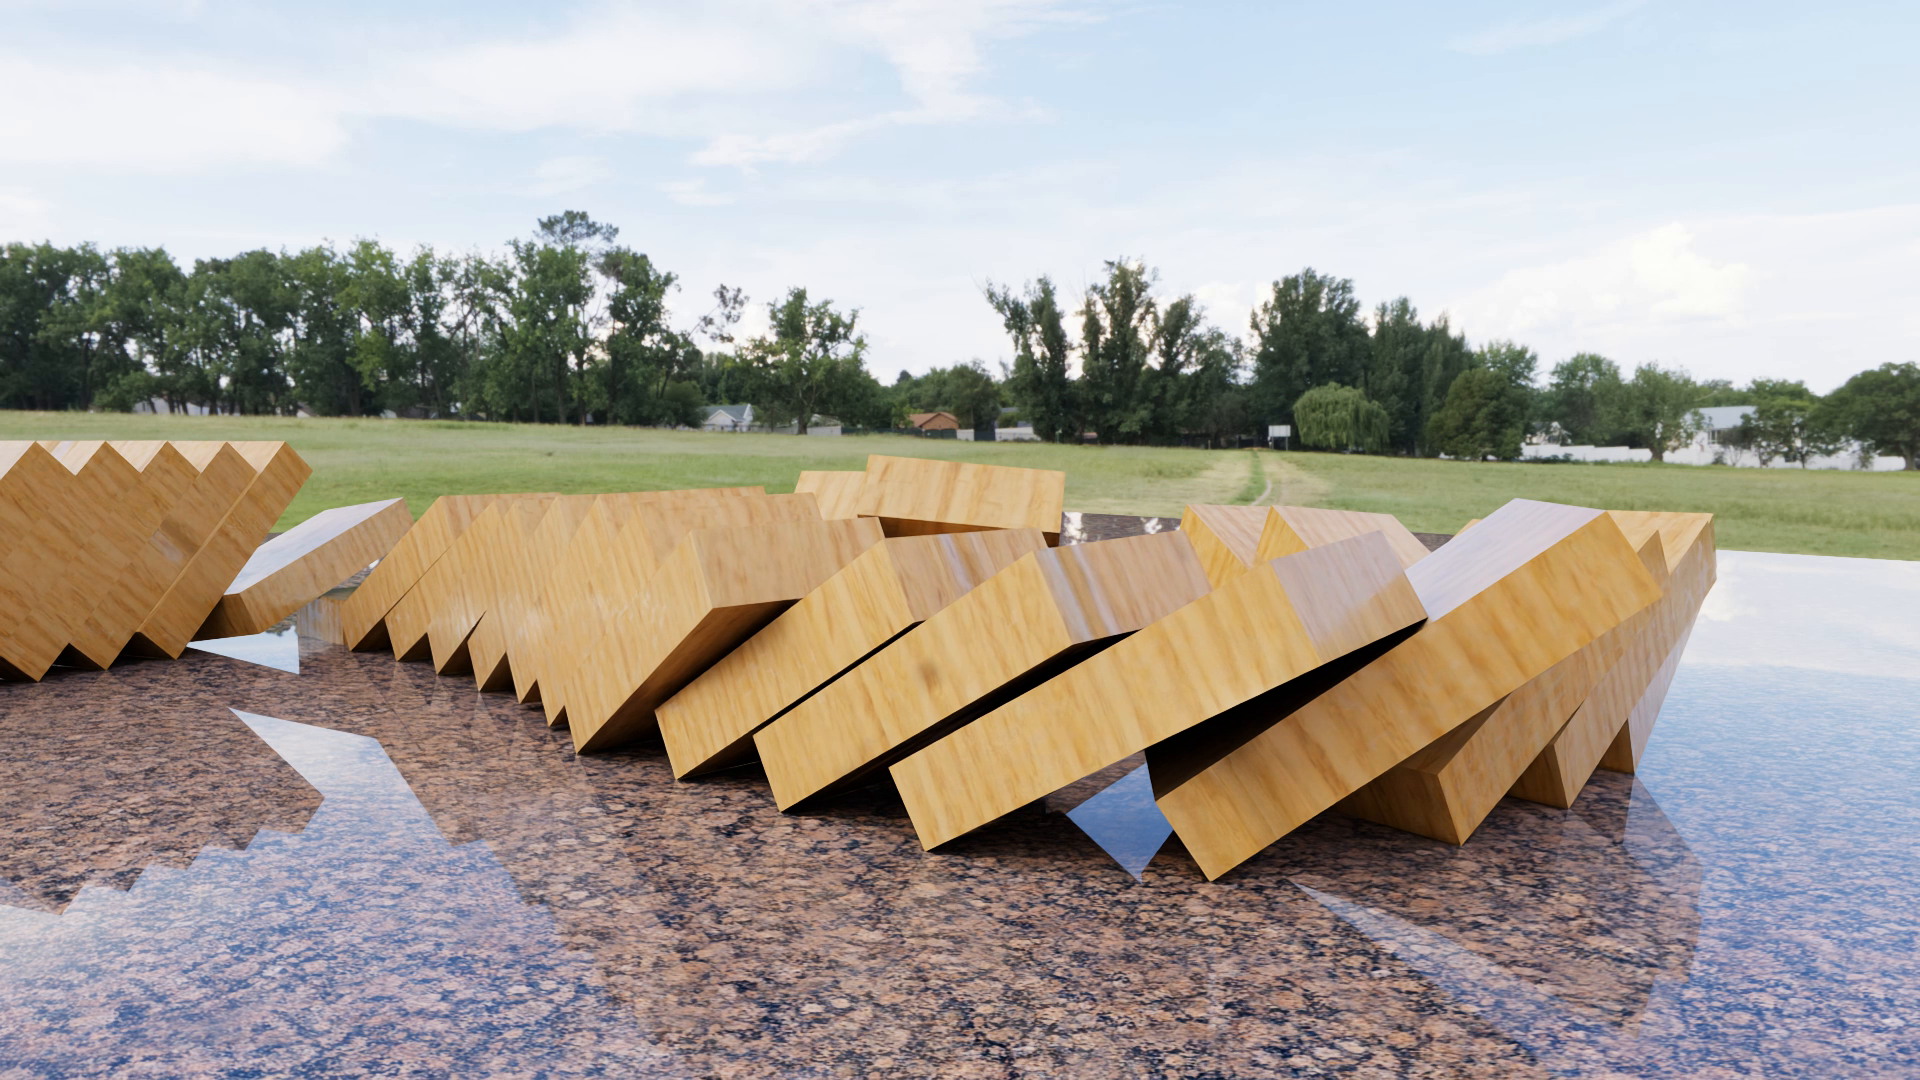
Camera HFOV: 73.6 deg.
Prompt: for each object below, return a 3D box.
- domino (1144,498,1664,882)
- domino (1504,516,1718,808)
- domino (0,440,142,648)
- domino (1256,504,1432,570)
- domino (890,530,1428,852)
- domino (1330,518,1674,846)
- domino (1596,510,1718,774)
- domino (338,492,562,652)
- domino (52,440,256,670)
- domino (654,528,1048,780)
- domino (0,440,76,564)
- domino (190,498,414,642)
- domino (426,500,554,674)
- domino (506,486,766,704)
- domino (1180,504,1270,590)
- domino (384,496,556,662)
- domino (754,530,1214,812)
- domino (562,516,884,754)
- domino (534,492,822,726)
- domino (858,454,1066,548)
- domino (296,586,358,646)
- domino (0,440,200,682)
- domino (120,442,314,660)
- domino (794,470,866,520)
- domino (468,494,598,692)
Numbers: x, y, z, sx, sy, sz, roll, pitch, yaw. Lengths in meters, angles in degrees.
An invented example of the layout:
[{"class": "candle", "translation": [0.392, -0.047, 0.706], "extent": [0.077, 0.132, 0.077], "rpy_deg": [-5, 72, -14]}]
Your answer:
[{"class": "domino", "translation": [0.043, 0.014, 0.134], "extent": [0.050, 0.009, 0.025], "rpy_deg": [-35, 1, 7]}, {"class": "domino", "translation": [0.078, 0.014, 0.171], "extent": [0.050, 0.010, 0.025], "rpy_deg": [-38, 27, -32]}, {"class": "domino", "translation": [-0.176, 0.004, 0.232], "extent": [0.025, 0.050, 0.009], "rpy_deg": [2, -38, 20]}, {"class": "domino", "translation": [0.073, 0.011, 0.218], "extent": [0.025, 0.010, 0.050], "rpy_deg": [4, 28, -14]}, {"class": "domino", "translation": [0.019, 0.016, 0.130], "extent": [0.050, 0.010, 0.025], "rpy_deg": [-34, -15, 37]}, {"class": "domino", "translation": [0.062, 0.015, 0.156], "extent": [0.050, 0.009, 0.025], "rpy_deg": [-36, 23, -28]}, {"class": "domino", "translation": [0.091, 0.012, 0.187], "extent": [0.025, 0.009, 0.050], "rpy_deg": [4, 34, 41]}, {"class": "domino", "translation": [-0.102, 0.007, 0.259], "extent": [0.050, 0.010, 0.025], "rpy_deg": [-34, -19, 37]}, {"class": "domino", "translation": [-0.167, 0.002, 0.257], "extent": [0.025, 0.050, 0.010], "rpy_deg": [2, -38, 22]}, {"class": "domino", "translation": [-0.013, 0.014, 0.157], "extent": [0.025, 0.009, 0.050], "rpy_deg": [-4, -23, -46]}, {"class": "domino", "translation": [-0.180, 0.005, 0.220], "extent": [0.025, 0.050, 0.009], "rpy_deg": [2, -38, 20]}, {"class": "domino", "translation": [-0.149, 0.006, 0.288], "extent": [0.025, 0.010, 0.050], "rpy_deg": [-7, 22, 22]}, {"class": "domino", "translation": [-0.074, 0.009, 0.229], "extent": [0.025, 0.009, 0.050], "rpy_deg": [-4, -25, -41]}, {"class": "domino", "translation": [-0.050, 0.009, 0.197], "extent": [0.025, 0.010, 0.050], "rpy_deg": [-5, -26, -37]}, {"class": "domino", "translation": [0.062, 0.009, 0.237], "extent": [0.025, 0.009, 0.050], "rpy_deg": [1, 29, -20]}, {"class": "domino", "translation": [-0.087, 0.008, 0.246], "extent": [0.025, 0.010, 0.050], "rpy_deg": [-5, -23, -49]}, {"class": "domino", "translation": [0.002, 0.015, 0.142], "extent": [0.025, 0.009, 0.050], "rpy_deg": [-7, -21, -46]}, {"class": "domino", "translation": [-0.031, 0.013, 0.167], "extent": [0.025, 0.009, 0.050], "rpy_deg": [-5, -23, -37]}, {"class": "domino", "translation": [-0.041, 0.011, 0.183], "extent": [0.025, 0.009, 0.050], "rpy_deg": [-5, -26, -37]}, {"class": "domino", "translation": [0.000, 0.008, 0.180], "extent": [0.025, 0.010, 0.050], "rpy_deg": [5, -35, 4]}, {"class": "domino", "translation": [-0.123, 0.016, 0.298], "extent": [0.025, 0.009, 0.050], "rpy_deg": [4, 6, 42]}, {"class": "domino", "translation": [-0.172, 0.003, 0.245], "extent": [0.025, 0.050, 0.009], "rpy_deg": [1, -39, 20]}, {"class": "domino", "translation": [-0.161, 0.001, 0.268], "extent": [0.025, 0.050, 0.009], "rpy_deg": [2, -38, 21]}, {"class": "domino", "translation": [-0.006, 0.008, 0.201], "extent": [0.025, 0.009, 0.050], "rpy_deg": [2, -34, 20]}, {"class": "domino", "translation": [-0.061, 0.009, 0.213], "extent": [0.025, 0.009, 0.050], "rpy_deg": [-4, -27, -39]}]
